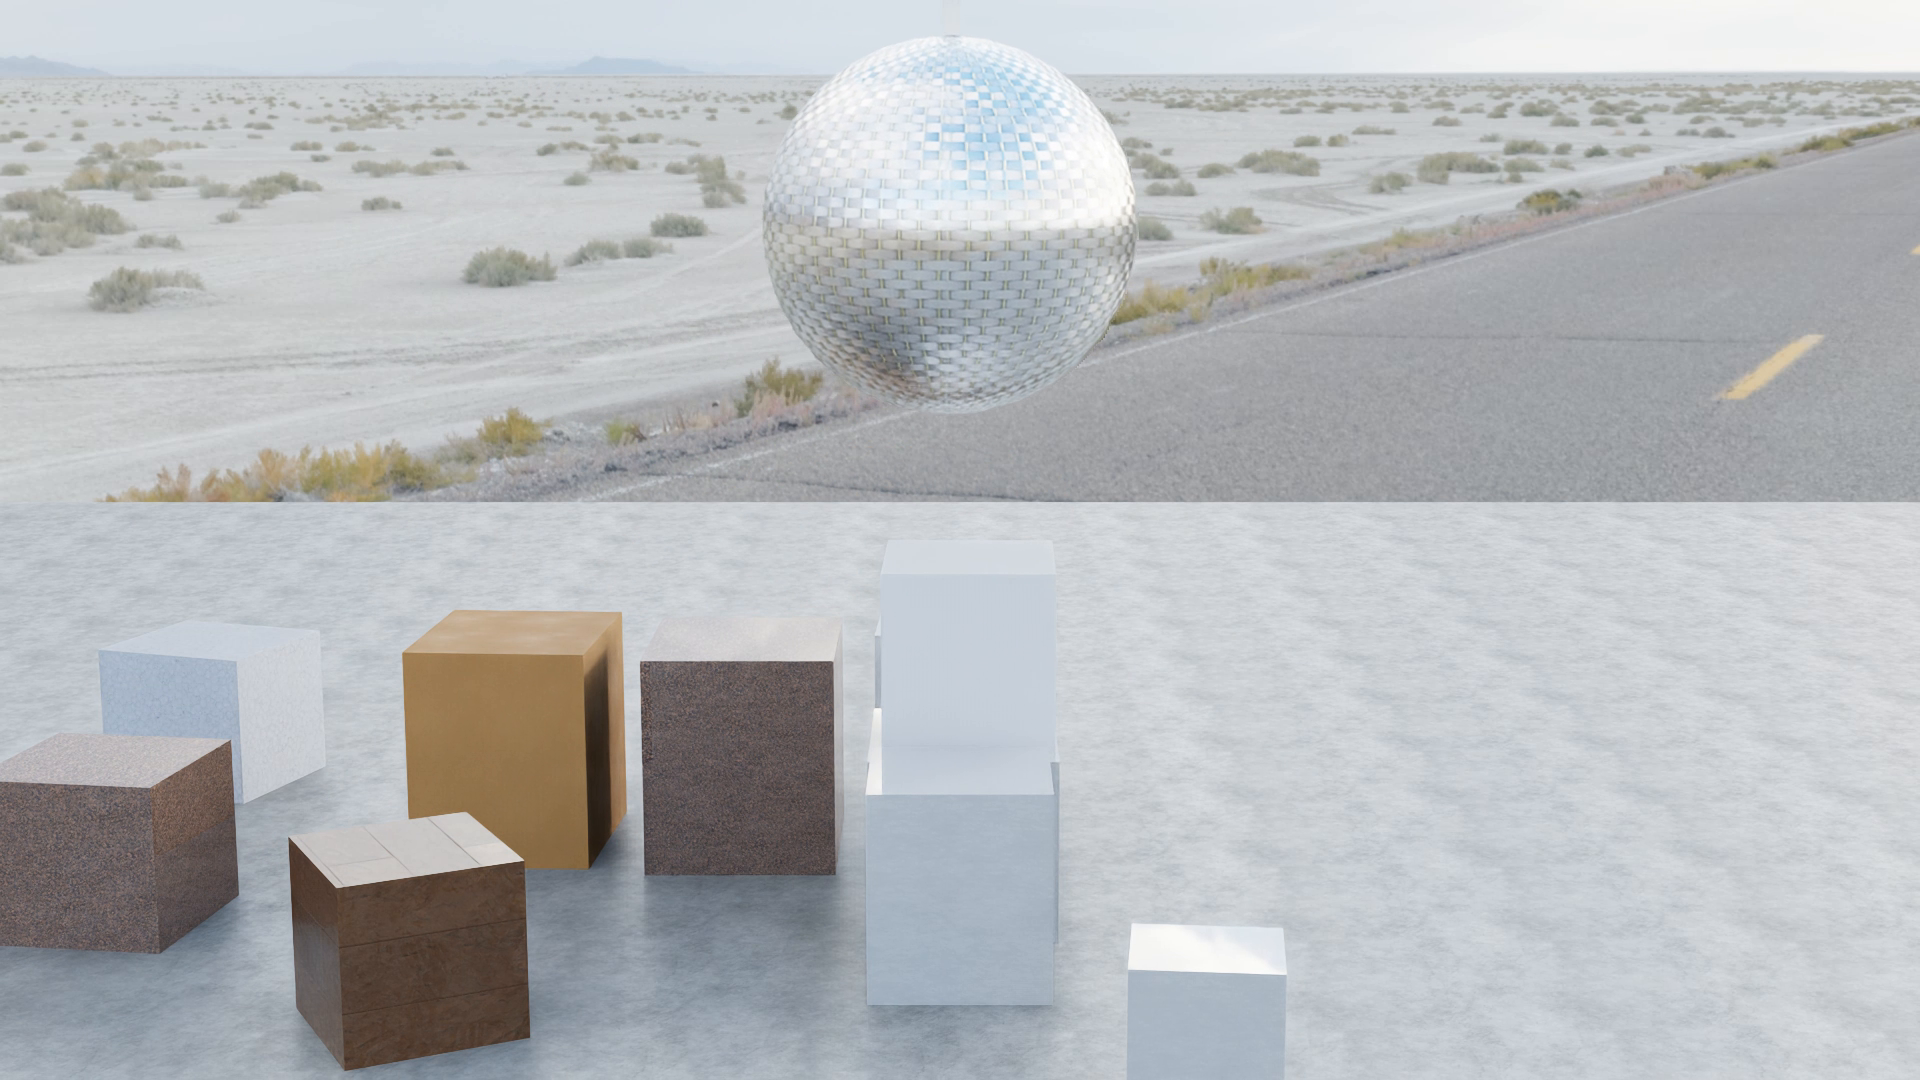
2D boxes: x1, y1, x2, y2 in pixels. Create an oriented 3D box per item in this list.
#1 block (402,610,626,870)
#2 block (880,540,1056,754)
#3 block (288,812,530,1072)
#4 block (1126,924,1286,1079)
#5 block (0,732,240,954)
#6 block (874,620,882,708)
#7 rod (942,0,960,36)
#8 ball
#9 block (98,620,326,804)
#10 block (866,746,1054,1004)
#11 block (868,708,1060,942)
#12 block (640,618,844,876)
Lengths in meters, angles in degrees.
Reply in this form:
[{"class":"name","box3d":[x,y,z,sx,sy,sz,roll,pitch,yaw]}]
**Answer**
[{"class":"block","box3d":[-2.035,0.903,11.851,0.808,0.983,0.921,1,10,3]},{"class":"block","box3d":[0.039,0.438,10.797,0.710,0.750,0.767,0,10,1]},{"class":"block","box3d":[-2.056,1.475,9.555,0.688,0.680,0.710,-5,12,-27]},{"class":"block","box3d":[0.854,1.670,8.910,0.533,0.527,0.478,1,10,5]},{"class":"block","box3d":[-3.565,1.253,10.733,0.783,0.694,0.766,2,10,8]},{"class":"block","box3d":[0.008,0.814,12.633,0.803,0.878,0.815,0,10,2]},{"class":"rod","box3d":[-0.020,-4.681,10.329,0.080,5.200,0.080,0,10,0]},{"class":"ball","box3d":[-0.046,-1.336,10.937,1.600,1.600,1.600,0,10,0]},{"class":"block","box3d":[-3.748,0.850,12.899,0.792,0.712,0.729,3,11,18]},{"class":"block","box3d":[-0.001,1.304,10.071,0.710,0.832,0.705,0,10,0]},{"class":"block","box3d":[0.014,1.193,10.870,0.778,0.763,0.887,0,10,0]},{"class":"block","box3d":[-0.977,0.926,11.748,0.847,0.974,0.918,0,10,0]}]
